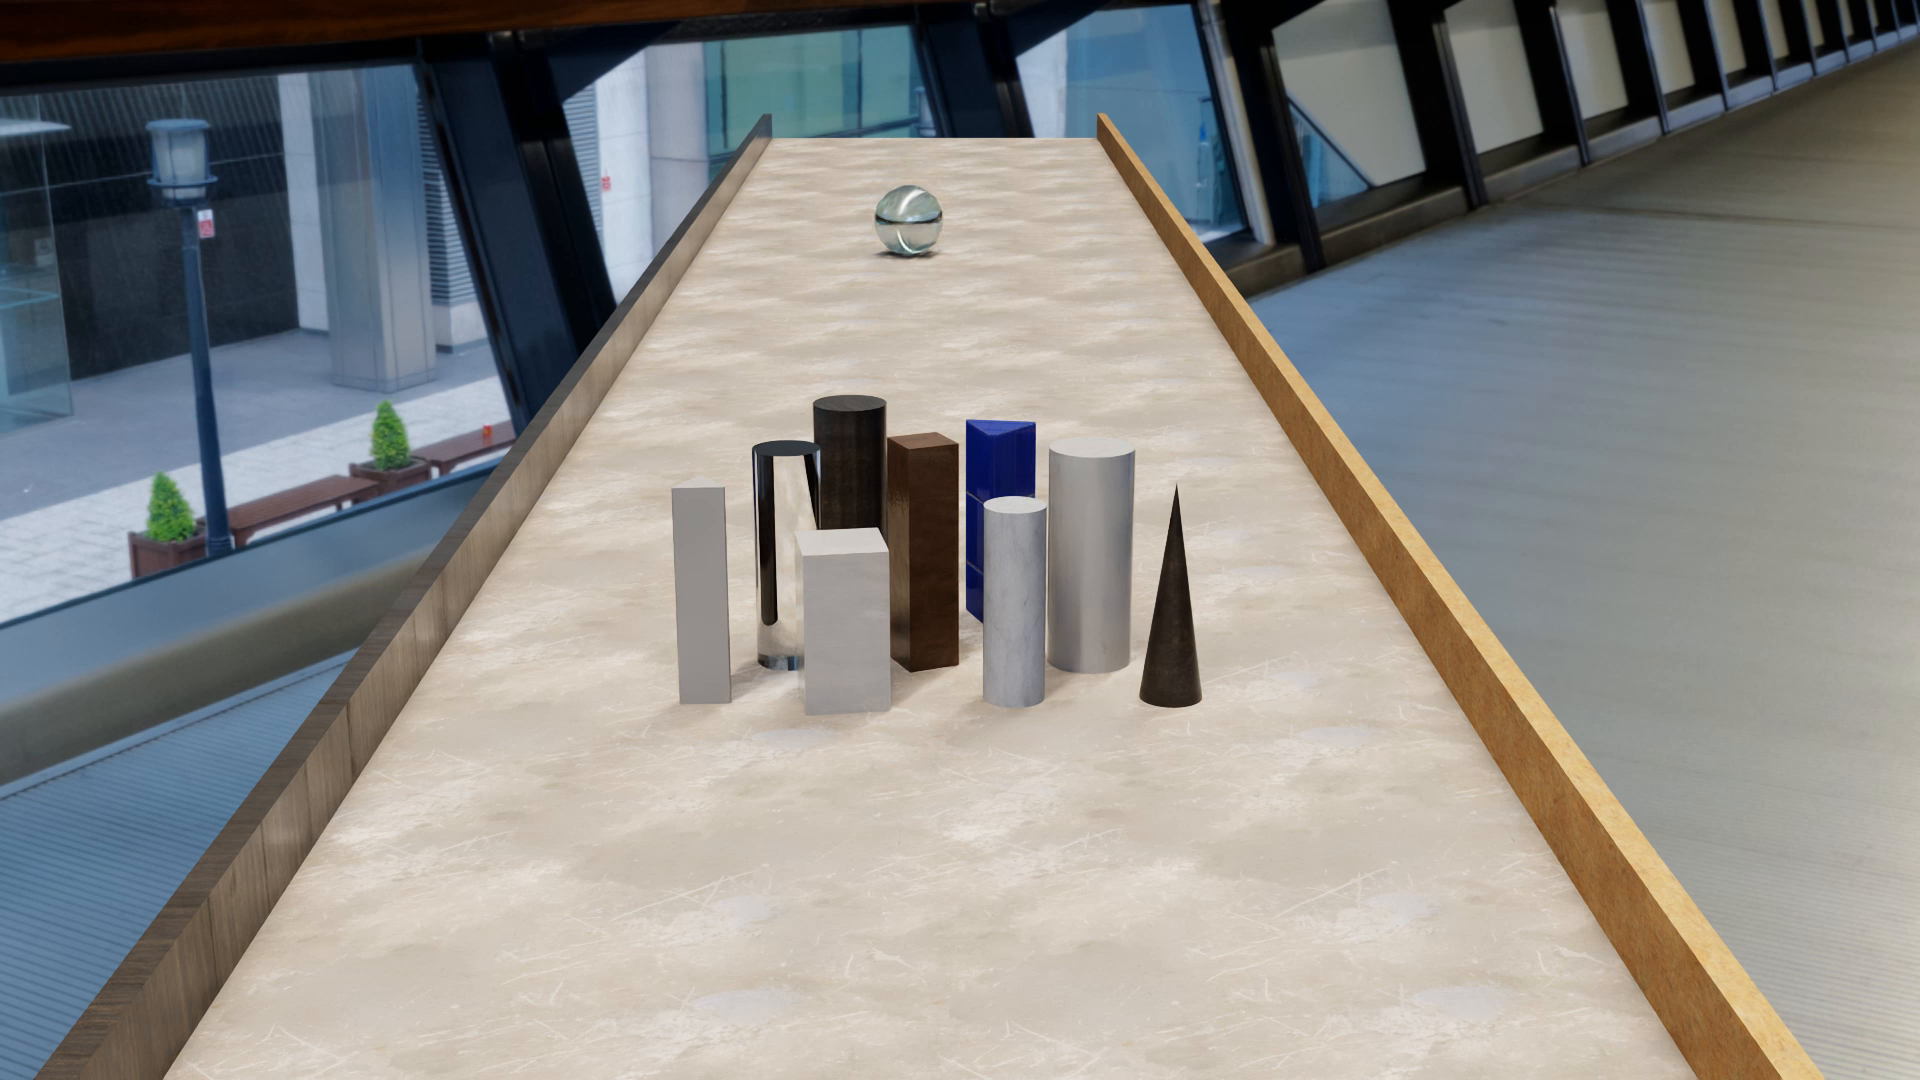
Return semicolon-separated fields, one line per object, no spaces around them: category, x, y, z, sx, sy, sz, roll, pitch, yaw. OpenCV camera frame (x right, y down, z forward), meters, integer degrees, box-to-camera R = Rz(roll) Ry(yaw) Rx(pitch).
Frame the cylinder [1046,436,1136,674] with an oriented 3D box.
cylinder;0.259;0.029;4.356;0.169;0.441;0.169;0;17;0

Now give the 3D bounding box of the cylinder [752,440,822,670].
cylinder;-0.340;0.030;4.357;0.134;0.438;0.134;0;17;0

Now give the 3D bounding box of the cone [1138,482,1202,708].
cone;0.404;0.095;4.156;0.121;0.428;0.121;0;17;0

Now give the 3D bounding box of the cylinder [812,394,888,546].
cylinder;-0.229;-0.065;4.640;0.154;0.460;0.154;0;17;0

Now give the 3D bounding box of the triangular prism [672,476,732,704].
triangular prism;-0.486;0.095;4.160;0.097;0.426;0.084;-1;17;-3

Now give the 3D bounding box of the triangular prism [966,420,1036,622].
triangular prism;0.063;-0.041;4.632;0.126;0.418;0.146;13;21;37

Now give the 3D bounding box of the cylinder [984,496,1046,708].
cylinder;0.103;0.118;4.159;0.118;0.383;0.118;0;17;0

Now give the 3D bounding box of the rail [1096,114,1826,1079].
rail;0.932;-0.844;7.801;0.050;0.150;12.000;0;17;-1

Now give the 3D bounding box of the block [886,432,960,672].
block;-0.073;0.024;4.348;0.106;0.455;0.106;-7;18;-24

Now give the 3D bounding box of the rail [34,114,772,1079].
rail;-1.118;-0.838;7.780;0.050;0.150;12.000;0;17;-1

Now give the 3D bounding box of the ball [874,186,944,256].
ball;-0.216;-1.341;9.228;0.290;0.290;0.290;0;17;0

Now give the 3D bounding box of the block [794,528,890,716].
block;-0.223;0.153;4.162;0.160;0.314;0.160;-3;17;-9
